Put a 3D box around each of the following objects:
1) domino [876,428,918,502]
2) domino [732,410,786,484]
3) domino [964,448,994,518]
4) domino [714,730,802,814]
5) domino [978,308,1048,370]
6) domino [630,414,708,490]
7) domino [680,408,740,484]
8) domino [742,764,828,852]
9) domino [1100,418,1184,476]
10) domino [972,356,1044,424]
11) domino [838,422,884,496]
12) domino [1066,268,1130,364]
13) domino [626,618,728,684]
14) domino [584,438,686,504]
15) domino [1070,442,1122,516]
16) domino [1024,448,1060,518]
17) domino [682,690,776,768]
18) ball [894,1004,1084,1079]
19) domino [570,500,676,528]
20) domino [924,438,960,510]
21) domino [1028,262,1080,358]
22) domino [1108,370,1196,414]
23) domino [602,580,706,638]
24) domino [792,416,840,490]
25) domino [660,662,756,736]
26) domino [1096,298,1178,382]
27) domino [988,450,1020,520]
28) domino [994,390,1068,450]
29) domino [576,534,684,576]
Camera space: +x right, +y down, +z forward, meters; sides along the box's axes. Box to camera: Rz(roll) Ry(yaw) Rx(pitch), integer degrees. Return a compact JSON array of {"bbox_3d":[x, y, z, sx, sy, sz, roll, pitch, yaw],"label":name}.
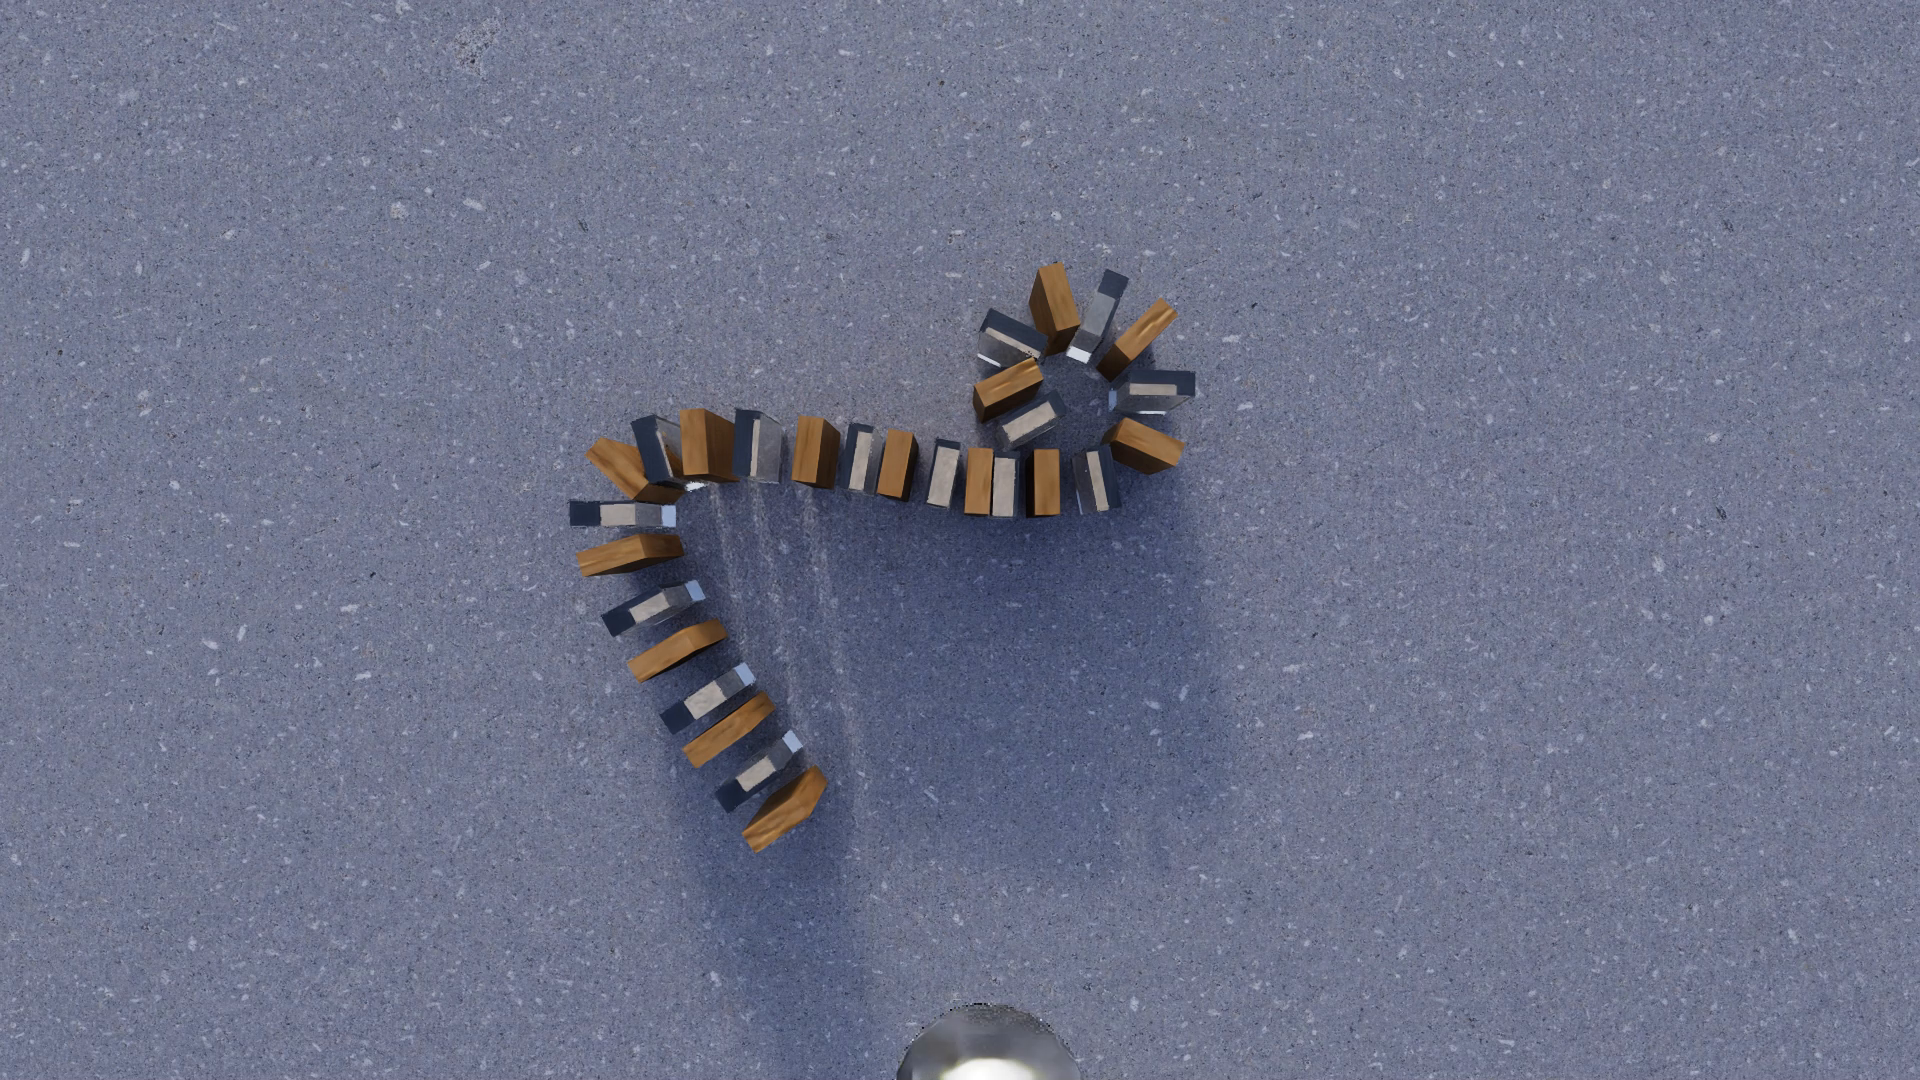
[{"bbox_3d":[-0.025,-0.029,0.375,0.010,0.050,0.025,11,90,0],"label":"domino"},{"bbox_3d":[-0.082,-0.037,0.375,0.010,0.050,0.025,4,90,0],"label":"domino"},{"bbox_3d":[0.007,-0.023,0.375,0.010,0.050,0.025,4,90,0],"label":"domino"},{"bbox_3d":[-0.081,0.094,0.375,0.025,0.050,0.010,-35,90,0],"label":"domino"},{"bbox_3d":[0.021,-0.079,0.375,0.025,0.050,0.009,26,90,0],"label":"domino"},{"bbox_3d":[-0.118,-0.035,0.375,0.010,0.050,0.025,-17,90,0],"label":"domino"},{"bbox_3d":[-0.102,-0.038,0.375,0.010,0.050,0.025,-4,90,0],"label":"domino"},{"bbox_3d":[-0.071,0.109,0.375,0.025,0.050,0.010,-35,90,0],"label":"domino"},{"bbox_3d":[0.073,-0.038,0.375,0.025,0.050,0.009,24,90,0],"label":"domino"},{"bbox_3d":[0.019,-0.060,0.375,0.025,0.050,0.009,-26,90,0],"label":"domino"},{"bbox_3d":[-0.040,-0.032,0.375,0.009,0.050,0.025,10,90,0],"label":"domino"},{"bbox_3d":[0.056,-0.090,0.375,0.009,0.050,0.025,22,90,0],"label":"domino"},{"bbox_3d":[-0.114,0.044,0.375,0.025,0.050,0.010,-31,90,0],"label":"domino"},{"bbox_3d":[-0.131,-0.027,0.375,0.025,0.050,0.010,43,90,0],"label":"domino"},{"bbox_3d":[0.055,-0.024,0.375,0.009,0.050,0.025,-11,90,0],"label":"domino"},{"bbox_3d":[0.033,-0.022,0.375,0.010,0.050,0.025,-1,90,0],"label":"domino"},{"bbox_3d":[-0.093,0.076,0.375,0.025,0.050,0.009,-35,90,0],"label":"domino"},{"bbox_3d":[0.012,0.227,0.360,0.080,0.080,0.080,0,90,0],"label":"ball"},{"bbox_3d":[-0.137,-0.010,0.375,0.025,0.050,0.009,-1,90,0],"label":"domino"},{"bbox_3d":[-0.007,-0.026,0.375,0.009,0.050,0.025,11,90,0],"label":"domino"},{"bbox_3d":[0.038,-0.093,0.375,0.010,0.050,0.025,-17,90,0],"label":"domino"},{"bbox_3d":[0.077,-0.060,0.375,0.025,0.050,0.010,1,90,0],"label":"domino"},{"bbox_3d":[-0.124,0.027,0.375,0.025,0.050,0.010,-28,90,0],"label":"domino"},{"bbox_3d":[-0.058,-0.035,0.375,0.009,0.050,0.025,7,90,0],"label":"domino"},{"bbox_3d":[-0.102,0.064,0.375,0.025,0.050,0.009,-34,90,0],"label":"domino"},{"bbox_3d":[0.071,-0.081,0.375,0.025,0.050,0.009,-45,90,0],"label":"domino"},{"bbox_3d":[0.018,-0.022,0.375,0.010,0.050,0.025,2,90,0],"label":"domino"},{"bbox_3d":[0.028,-0.048,0.375,0.025,0.050,0.009,-29,90,0],"label":"domino"},{"bbox_3d":[-0.133,0.006,0.375,0.025,0.050,0.010,-17,90,0],"label":"domino"}]
